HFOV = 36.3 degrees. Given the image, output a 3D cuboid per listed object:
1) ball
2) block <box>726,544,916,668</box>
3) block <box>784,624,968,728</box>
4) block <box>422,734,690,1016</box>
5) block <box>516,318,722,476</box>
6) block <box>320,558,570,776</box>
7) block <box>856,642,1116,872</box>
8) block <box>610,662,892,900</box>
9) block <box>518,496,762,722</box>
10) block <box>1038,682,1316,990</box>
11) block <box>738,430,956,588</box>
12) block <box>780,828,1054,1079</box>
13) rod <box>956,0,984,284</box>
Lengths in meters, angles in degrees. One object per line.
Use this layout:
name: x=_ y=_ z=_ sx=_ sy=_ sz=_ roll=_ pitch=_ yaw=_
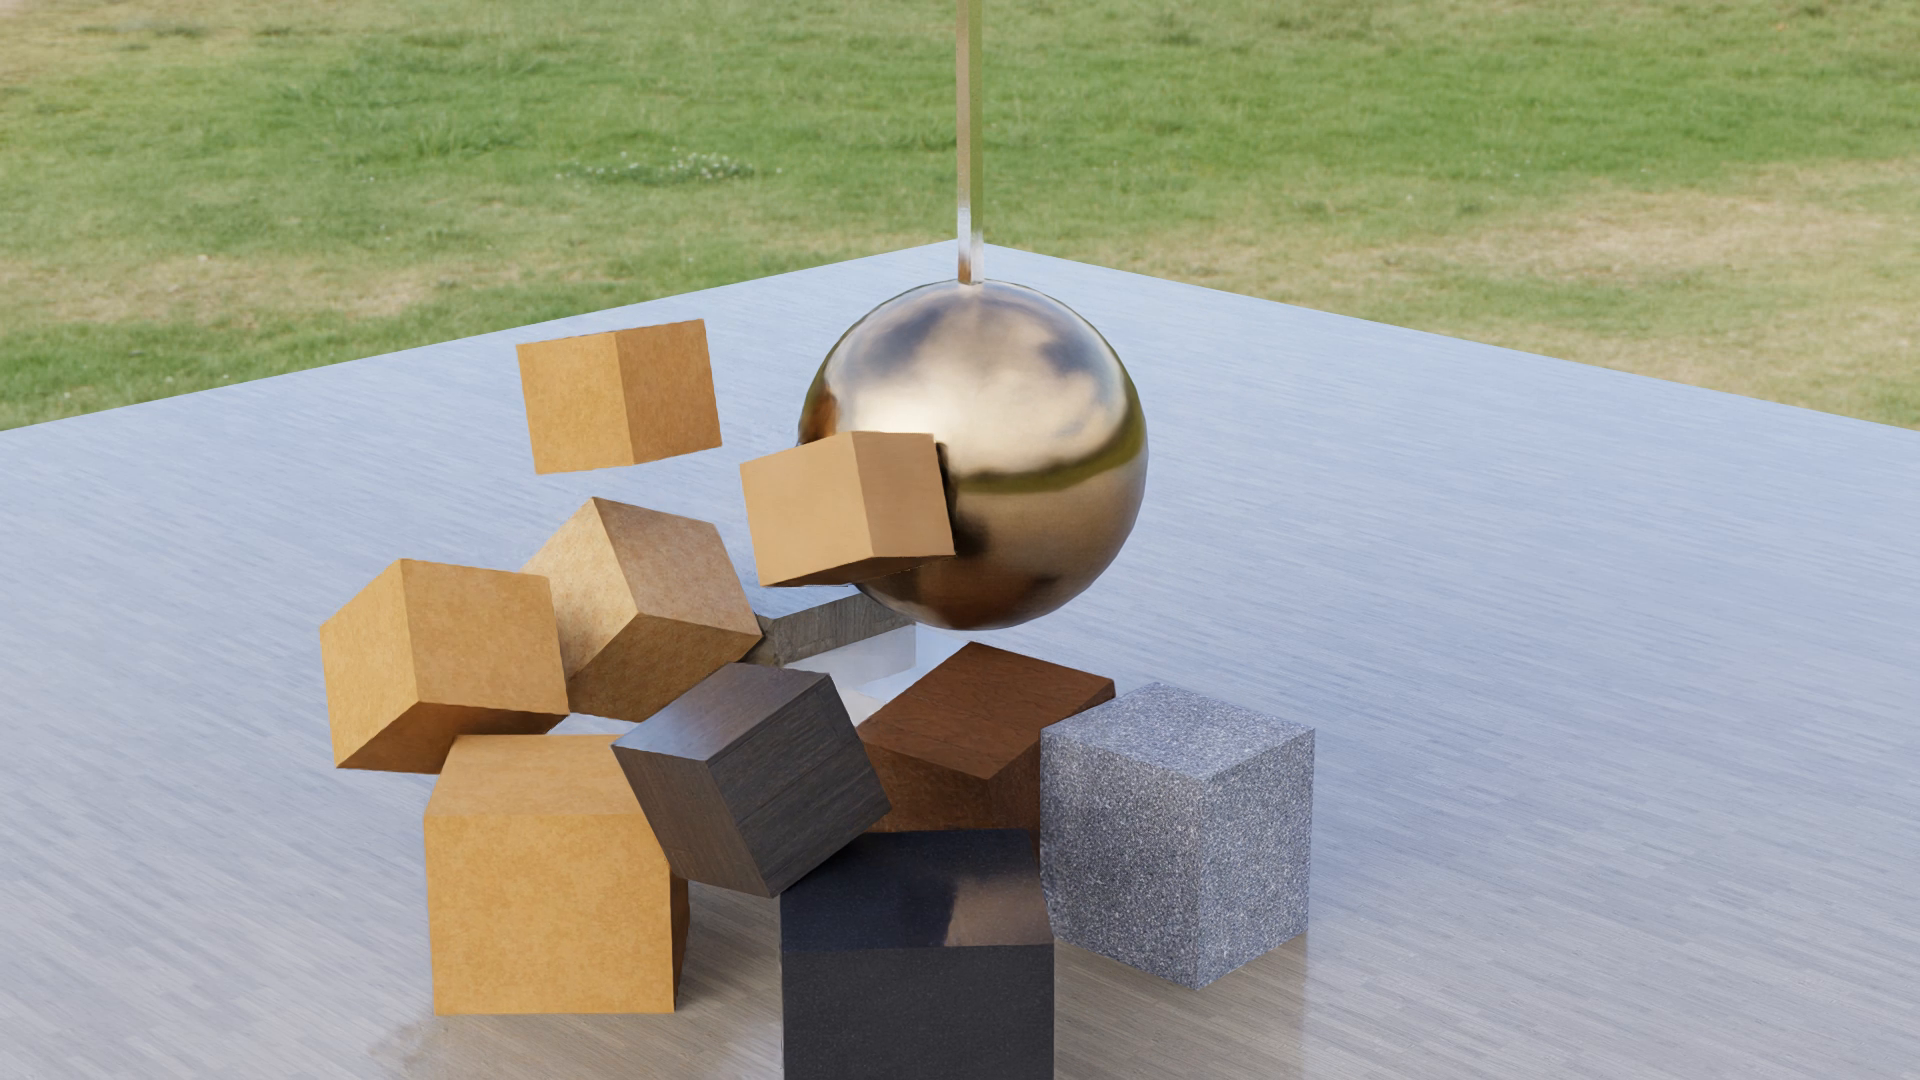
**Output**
ball: x=0.056 y=-0.385 z=13.279 sx=1.600 sy=1.600 sz=1.600 roll=0 pitch=17 yaw=0
block: x=-0.886 y=0.667 z=14.489 sx=0.925 sy=1.040 sz=0.968 roll=-17 pitch=24 yaw=-42
block: x=-0.250 y=0.969 z=13.922 sx=0.832 sy=0.803 sz=0.803 roll=-17 pitch=24 yaw=-42
block: x=-1.682 y=1.402 z=12.399 sx=0.985 sy=0.891 sz=0.895 roll=0 pitch=17 yaw=-1
block: x=-1.552 y=-0.656 z=13.404 sx=0.567 sy=0.596 sz=0.672 roll=-5 pitch=6 yaw=32
block: x=-2.287 y=0.581 z=12.973 sx=0.752 sy=0.674 sz=0.742 roll=9 pitch=-31 yaw=-39
block: x=0.145 y=1.110 z=13.101 sx=0.811 sy=0.848 sz=0.905 roll=14 pitch=35 yaw=37
block: x=-0.803 y=0.911 z=11.268 sx=0.621 sy=0.610 sz=0.706 roll=-35 pitch=21 yaw=-30
block: x=-1.542 y=0.345 z=13.722 sx=0.786 sy=0.731 sz=0.678 roll=14 pitch=42 yaw=-47
block: x=0.936 y=1.264 z=12.736 sx=0.873 sy=0.951 sz=0.800 roll=15 pitch=23 yaw=39
block: x=-0.471 y=-0.127 z=12.259 sx=0.599 sy=0.524 sz=0.577 roll=-15 pitch=-8 yaw=34
block: x=-0.186 y=1.759 z=11.146 sx=0.980 sy=0.960 sz=1.059 roll=-1 pitch=17 yaw=-4
rod: x=0.024 y=-3.619 z=12.230 sx=0.080 sy=5.200 sz=0.080 roll=17 pitch=25 yaw=42
